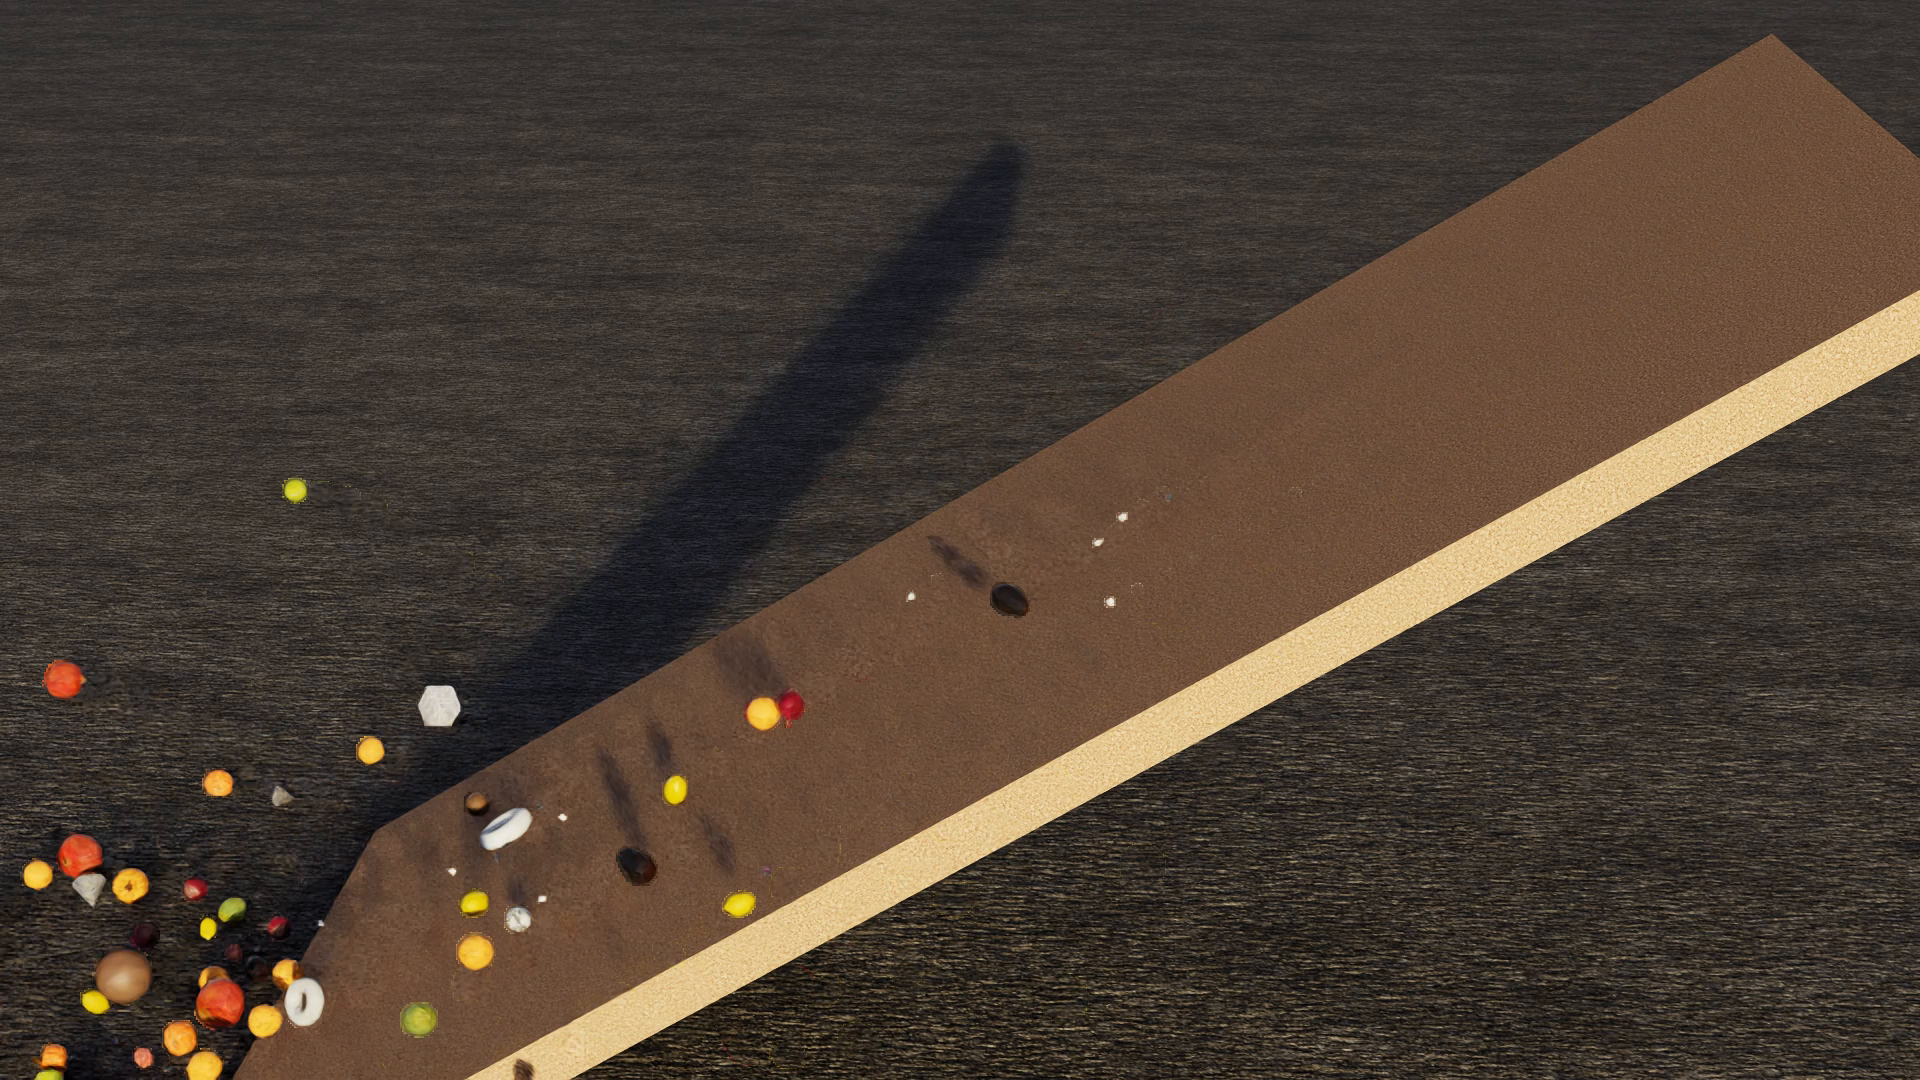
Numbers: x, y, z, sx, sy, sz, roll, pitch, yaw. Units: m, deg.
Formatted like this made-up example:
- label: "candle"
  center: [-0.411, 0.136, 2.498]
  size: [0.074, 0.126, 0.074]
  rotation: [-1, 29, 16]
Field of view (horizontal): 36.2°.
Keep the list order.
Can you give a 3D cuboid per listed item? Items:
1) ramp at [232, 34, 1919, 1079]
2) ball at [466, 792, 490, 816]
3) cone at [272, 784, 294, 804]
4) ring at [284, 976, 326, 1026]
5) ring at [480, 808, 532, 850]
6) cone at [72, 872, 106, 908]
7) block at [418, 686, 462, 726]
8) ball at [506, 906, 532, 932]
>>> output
- label: "ramp"
  center: [0.141, 0.169, 6.290]
  size: [4.000, 0.100, 2.000]
  rotation: [-30, 15, 13]
- label: "ball"
  center: [-1.179, 0.647, 7.189]
  size: [0.058, 0.058, 0.058]
  rotation: [0, 19, 0]
- label: "cone"
  center: [-1.838, 0.703, 8.028]
  size: [0.057, 0.057, 0.057]
  rotation: [27, 2, -34]
- label: "ring"
  center: [-1.446, 1.018, 6.487]
  size: [0.109, 0.109, 0.036]
  rotation: [12, -6, 31]
- label: "ring"
  center: [-1.062, 0.676, 6.883]
  size: [0.134, 0.045, 0.134]
  rotation: [-30, 16, 9]
- label: "cone"
  center: [-2.202, 0.902, 7.455]
  size: [0.082, 0.082, 0.082]
  rotation: [-7, 47, -19]
- label: "block"
  center: [-1.506, 0.481, 8.510]
  size: [0.082, 0.082, 0.082]
  rotation: [1, 46, -37]
- label: "ball"
  center: [-0.930, 0.799, 6.194]
  size: [0.054, 0.054, 0.054]
  rotation: [0, 19, 0]
